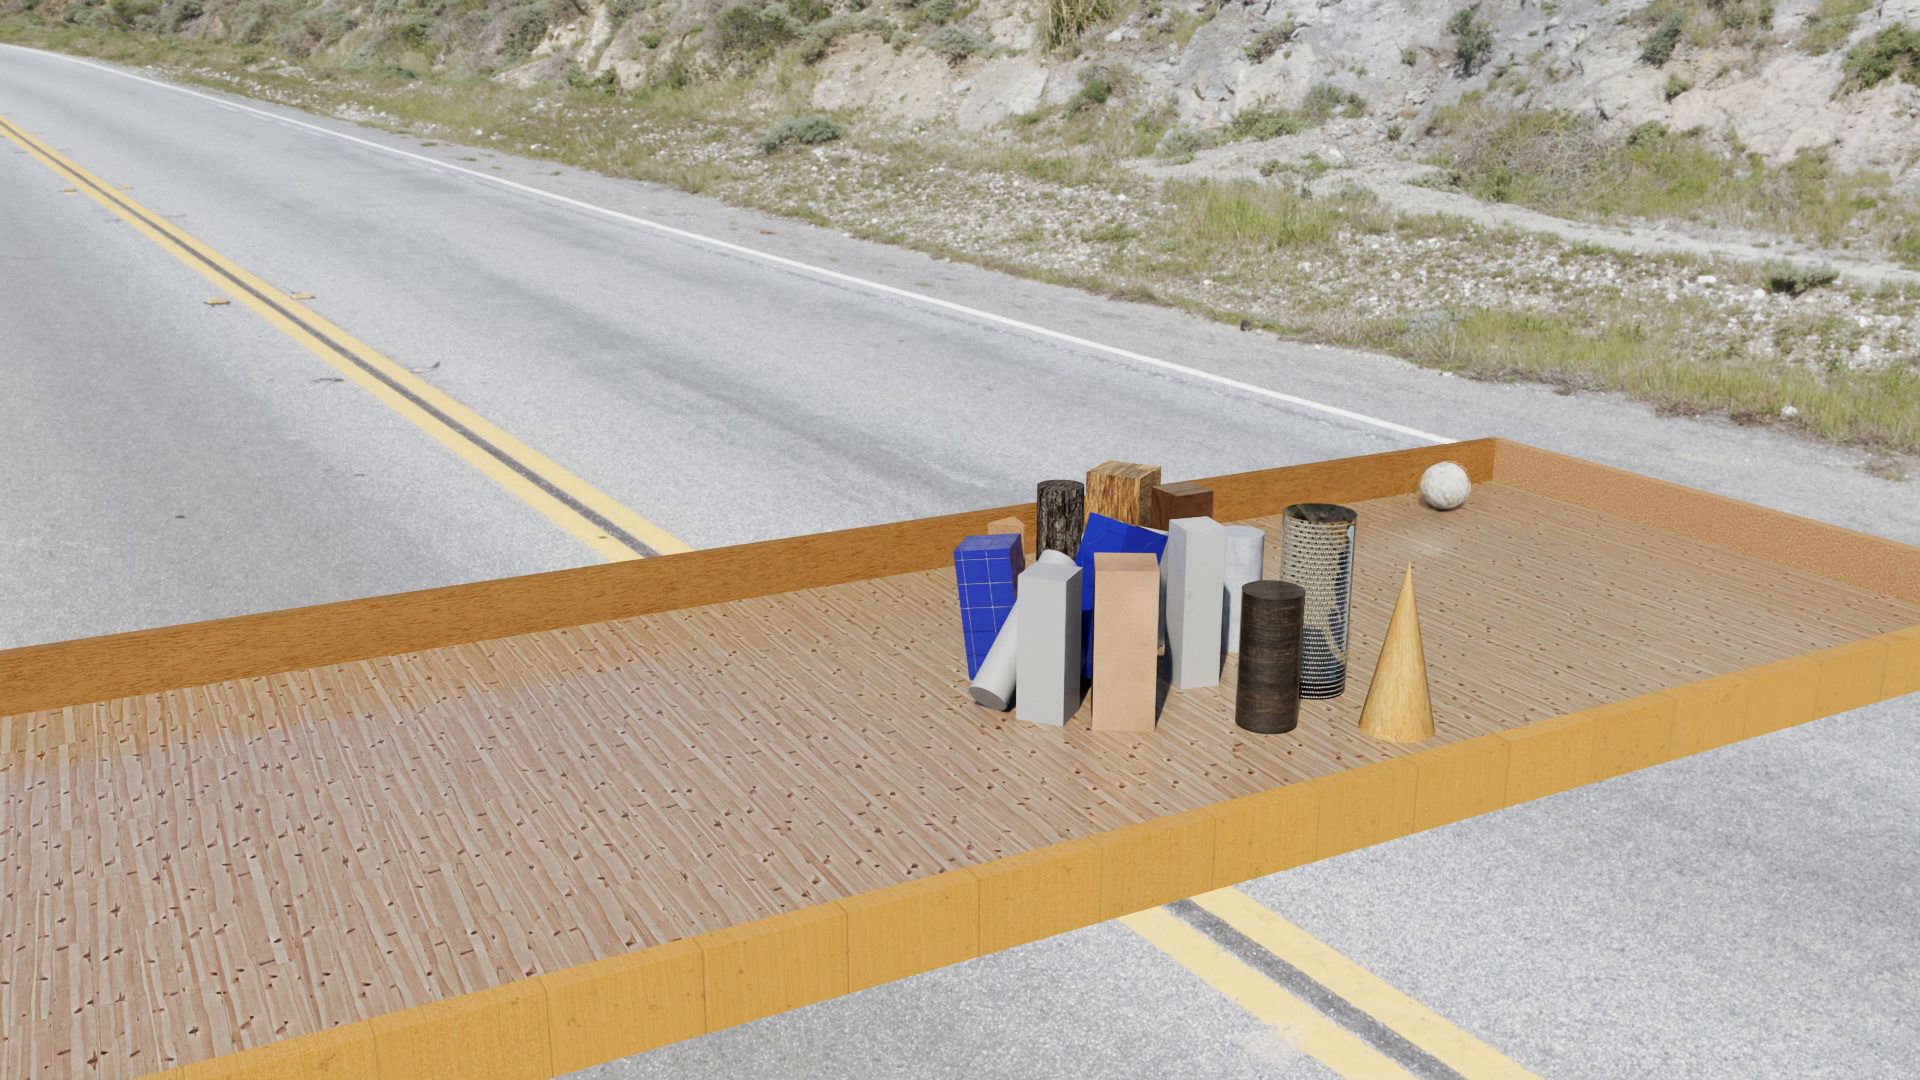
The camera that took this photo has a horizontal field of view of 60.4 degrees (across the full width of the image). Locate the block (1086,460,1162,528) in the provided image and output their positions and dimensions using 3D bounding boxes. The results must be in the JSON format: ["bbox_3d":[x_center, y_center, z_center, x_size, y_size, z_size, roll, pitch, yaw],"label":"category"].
[{"bbox_3d":[0.475,-0.032,4.822,0.165,0.361,0.165,9,18,27],"label":"block"}]

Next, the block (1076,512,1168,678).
[{"bbox_3d":[0.365,0.145,4.125,0.143,0.388,0.143,15,5,-39],"label":"block"}]

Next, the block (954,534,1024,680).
[{"bbox_3d":[0.089,0.168,4.158,0.141,0.338,0.141,-3,15,15],"label":"block"}]

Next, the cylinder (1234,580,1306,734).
[{"bbox_3d":[0.722,0.272,3.845,0.145,0.329,0.145,0,16,0],"label":"cylinder"}]

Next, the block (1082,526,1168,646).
[{"bbox_3d":[0.431,0.132,4.349,0.165,0.312,0.165,12,19,36],"label":"block"}]

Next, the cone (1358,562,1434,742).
[{"bbox_3d":[1.021,0.242,3.802,0.174,0.411,0.174,0,16,0],"label":"cone"}]

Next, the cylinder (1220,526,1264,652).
[{"bbox_3d":[0.734,0.129,4.360,0.125,0.313,0.125,0,16,0],"label":"cylinder"}]

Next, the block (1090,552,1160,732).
[{"bbox_3d":[0.383,0.238,3.852,0.145,0.391,0.145,1,16,3],"label":"block"}]

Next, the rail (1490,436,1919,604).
[{"bbox_3d":[2.466,-0.048,5.253,0.050,0.150,2.100,-9,18,-27],"label":"rail"}]

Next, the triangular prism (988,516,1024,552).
[{"bbox_3d":[0.131,0.114,4.359,0.098,0.343,0.085,4,17,14],"label":"triangular prism"}]

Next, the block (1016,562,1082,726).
[{"bbox_3d":[0.210,0.244,3.889,0.118,0.358,0.118,7,18,22],"label":"block"}]

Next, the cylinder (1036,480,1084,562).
[{"bbox_3d":[0.277,0.029,4.591,0.130,0.375,0.130,0,16,0],"label":"cylinder"}]

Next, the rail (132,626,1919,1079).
[{"bbox_3d":[-2.336,1.006,1.665,12.000,0.150,0.050,-9,18,-27],"label":"rail"}]

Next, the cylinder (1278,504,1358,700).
[{"bbox_3d":[0.870,0.150,4.048,0.176,0.450,0.176,0,16,0],"label":"cylinder"}]

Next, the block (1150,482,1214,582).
[{"bbox_3d":[0.615,0.031,4.611,0.122,0.360,0.122,-9,19,-28],"label":"block"}]

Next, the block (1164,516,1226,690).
[{"bbox_3d":[0.581,0.156,4.094,0.103,0.411,0.103,-5,17,-17],"label":"block"}]

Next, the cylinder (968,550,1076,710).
[{"bbox_3d":[0.157,0.216,4.020,0.100,0.100,0.412,11,59,33],"label":"cylinder"}]

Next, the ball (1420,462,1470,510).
[{"bbox_3d":[1.675,-0.188,5.702,0.164,0.164,0.164,0,16,0],"label":"ball"}]

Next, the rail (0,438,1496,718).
[{"bbox_3d":[-3.305,0.497,3.399,12.000,0.150,0.050,-9,18,-27],"label":"rail"}]
